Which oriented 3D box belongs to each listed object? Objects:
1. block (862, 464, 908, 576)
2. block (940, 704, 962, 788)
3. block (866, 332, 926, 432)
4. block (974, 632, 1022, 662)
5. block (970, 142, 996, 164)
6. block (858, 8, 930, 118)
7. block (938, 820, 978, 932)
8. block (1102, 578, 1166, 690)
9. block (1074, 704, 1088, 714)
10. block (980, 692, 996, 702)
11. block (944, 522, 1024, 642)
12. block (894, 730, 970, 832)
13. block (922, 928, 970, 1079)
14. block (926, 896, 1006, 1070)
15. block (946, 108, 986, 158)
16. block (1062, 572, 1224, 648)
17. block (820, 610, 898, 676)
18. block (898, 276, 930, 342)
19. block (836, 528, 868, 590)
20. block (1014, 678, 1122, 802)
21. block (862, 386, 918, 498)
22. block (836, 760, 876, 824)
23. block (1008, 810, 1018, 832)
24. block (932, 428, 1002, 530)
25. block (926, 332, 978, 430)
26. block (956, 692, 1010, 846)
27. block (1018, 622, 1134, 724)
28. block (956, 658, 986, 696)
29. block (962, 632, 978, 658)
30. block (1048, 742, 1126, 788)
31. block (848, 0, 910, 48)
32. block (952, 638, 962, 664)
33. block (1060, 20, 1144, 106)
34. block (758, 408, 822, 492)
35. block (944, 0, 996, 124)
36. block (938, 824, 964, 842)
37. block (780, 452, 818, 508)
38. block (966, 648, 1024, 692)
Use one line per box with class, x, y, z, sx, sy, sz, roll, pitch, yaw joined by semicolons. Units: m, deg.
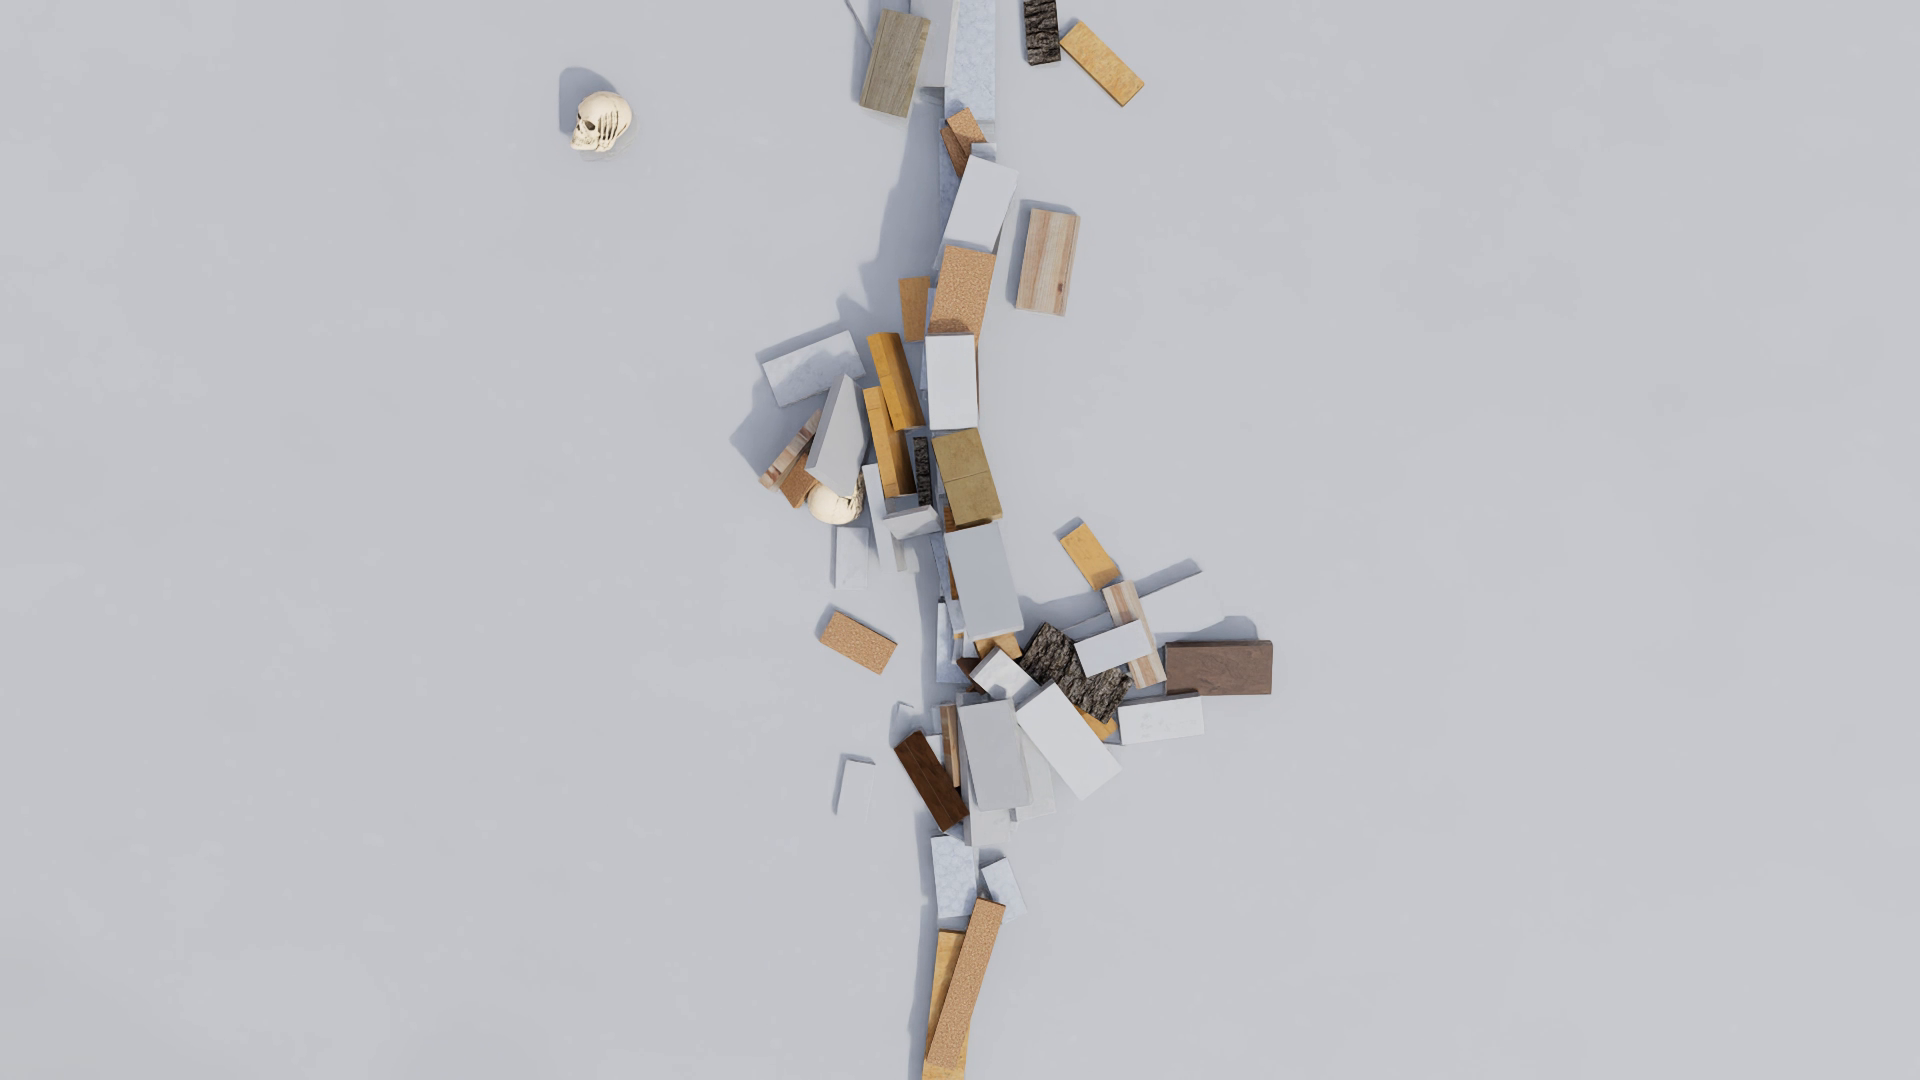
block;-0.246;-0.070;5.408;0.051;0.179;0.358;-11;90;9
block;0.009;0.672;5.444;0.133;0.038;0.266;-5;90;-38
block;-0.208;-0.521;5.418;0.045;0.160;0.319;-17;90;23
block;0.095;0.281;5.334;0.130;0.037;0.260;-24;109;-11
block;0.076;-1.219;5.408;0.081;0.023;0.163;-3;112;-9
block;-0.215;-1.565;5.416;0.160;0.045;0.320;20;103;21
block;-0.005;1.083;5.481;0.133;0.038;0.438;1;90;0
block;0.575;0.311;5.436;0.104;0.029;0.350;-19;90;0
block;0.341;0.559;5.469;0.165;0.023;0.082;-22;88;12
block;0.154;0.631;5.435;0.152;0.043;0.304;-5;88;-33
block;0.073;0.129;5.130;0.174;0.049;0.348;-13;70;-3
block;-0.094;0.792;5.415;0.117;0.033;0.319;-42;73;36
block;-0.057;1.782;5.462;0.137;0.039;0.979;7;92;0
block;0.019;1.457;5.416;0.098;0.028;0.569;17;92;-1
block;0.030;-1.323;5.398;0.081;0.023;0.163;-30;104;2
block;0.606;0.284;5.475;0.512;0.049;0.174;-23;90;0
block;-0.338;0.342;5.483;0.233;0.033;0.117;29;90;0
block;-0.141;-0.768;5.485;0.103;0.029;0.207;-6;90;0
block;-0.359;0.062;5.485;0.104;0.029;0.207;2;90;0
block;0.348;0.654;5.389;0.174;0.049;0.384;-38;104;1
block;-0.228;-0.321;5.407;0.051;0.179;0.358;-12;90;17
block;-0.346;0.836;5.486;0.098;0.028;0.196;10;90;0
block;0.172;0.879;5.488;0.082;0.023;0.165;18;90;0
block;0.022;-0.197;5.256;0.153;0.043;0.307;-15;70;-4
block;-0.025;-0.508;5.268;0.153;0.043;0.307;-2;112;3
block;0.076;0.748;5.424;0.152;0.043;0.496;-1;86;-33
block;0.379;0.438;5.420;0.347;0.049;0.174;33;86;0
block;0.056;0.433;5.383;0.070;0.020;0.139;-34;78;-14
block;0.046;0.312;5.363;0.070;0.020;0.140;1;103;-7
block;0.408;0.737;5.481;0.274;0.039;0.137;6;90;0
block;-0.292;-1.819;5.477;0.165;0.047;0.330;-28;90;0
block;0.001;0.364;5.414;0.046;0.013;0.092;8;104;-2
block;0.471;-1.583;5.485;0.298;0.029;0.103;45;90;0
block;-0.536;-0.292;5.422;0.043;0.153;0.307;40;90;4
block;0.034;-1.945;5.456;0.165;0.047;1.137;0;88;0
block;-0.017;0.954;5.429;0.095;0.014;0.048;24;59;20
block;-0.519;-0.197;5.420;0.092;0.026;0.184;55;130;19
block;0.119;0.441;5.471;0.233;0.013;0.046;-40;134;-4
